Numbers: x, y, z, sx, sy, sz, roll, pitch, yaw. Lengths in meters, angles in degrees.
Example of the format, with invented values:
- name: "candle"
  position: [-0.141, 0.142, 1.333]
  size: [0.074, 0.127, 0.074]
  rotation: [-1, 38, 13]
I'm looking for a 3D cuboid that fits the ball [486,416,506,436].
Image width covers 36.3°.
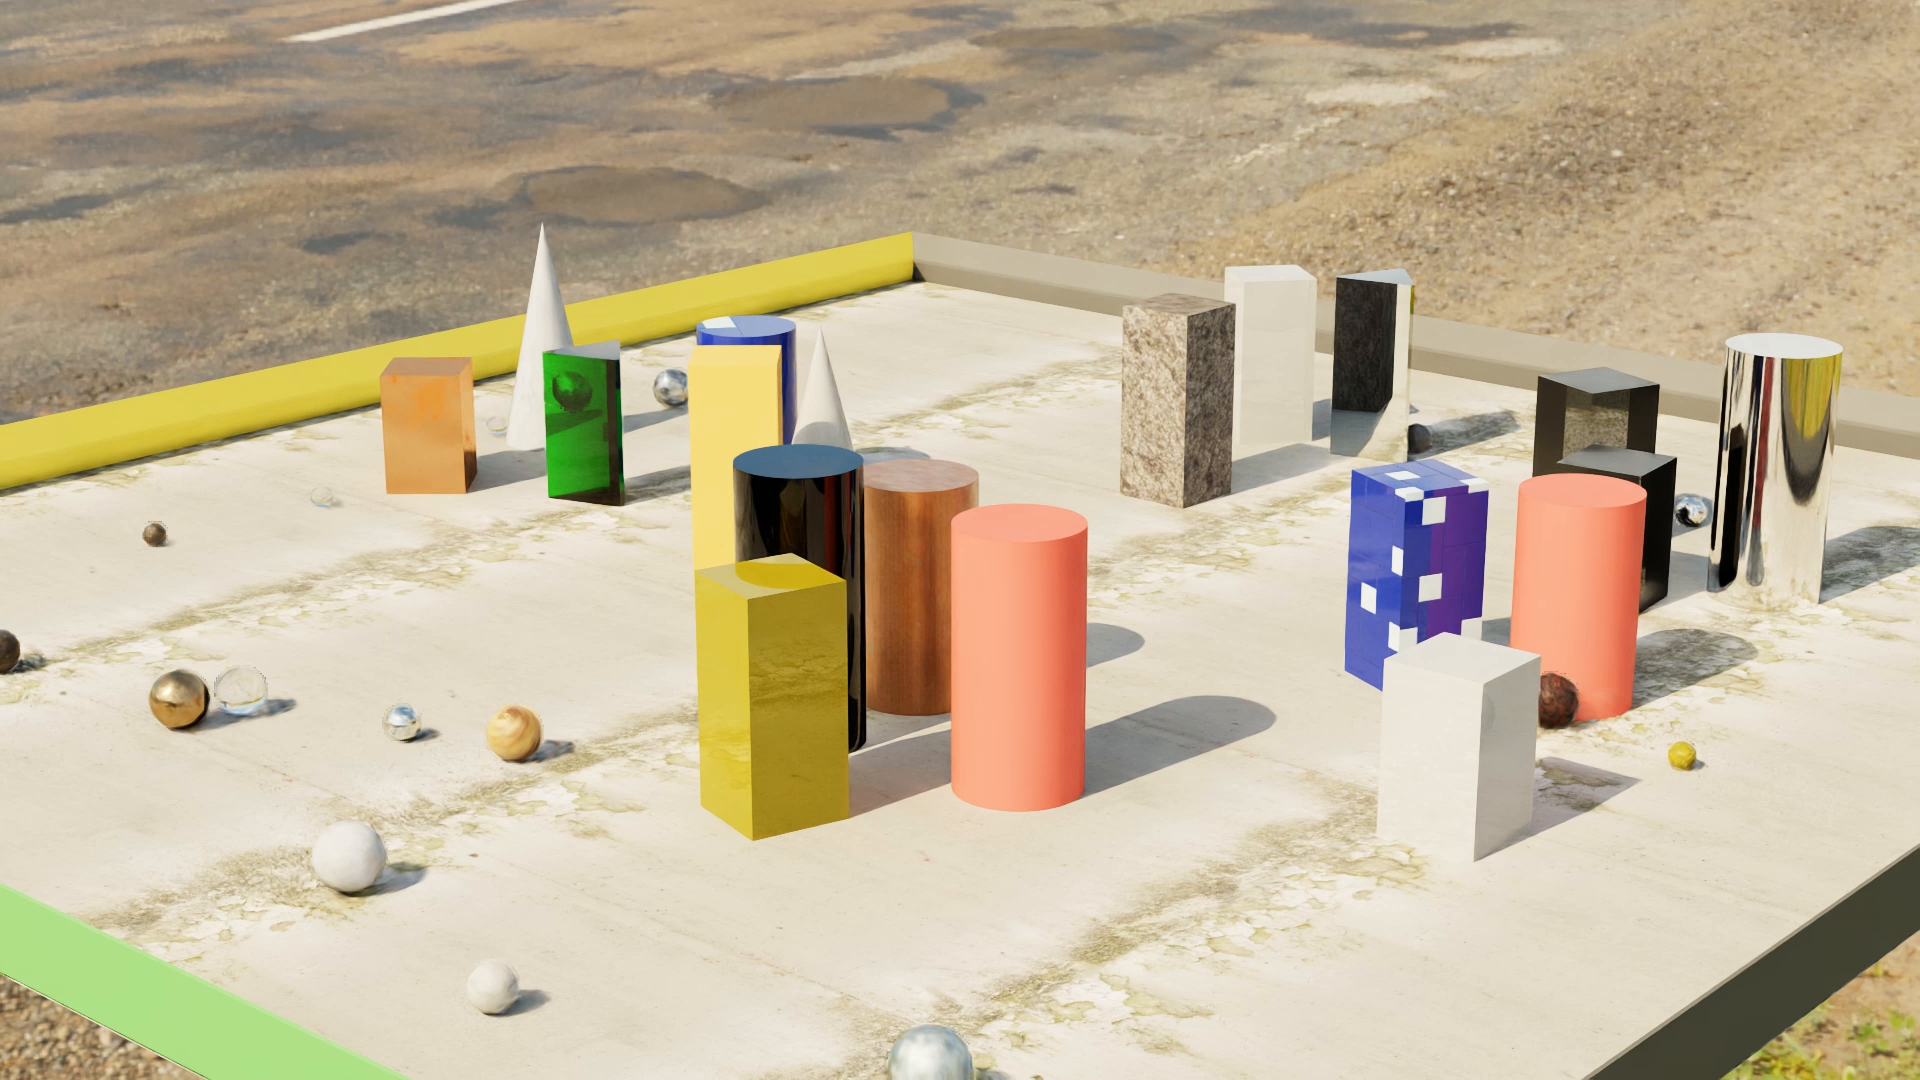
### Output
- name: "ball"
  position: [-0.971, -0.239, 6.147]
  size: [0.043, 0.043, 0.043]
  rotation: [0, 17, 0]

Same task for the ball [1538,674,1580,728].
- name: "ball"
  position: [0.905, 0.246, 4.480]
  size: [0.083, 0.083, 0.083]
  rotation: [0, 17, 0]

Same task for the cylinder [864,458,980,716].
- name: "cylinder"
  position: [-0.067, 0.072, 4.583]
  size: [0.194, 0.360, 0.194]
  rotation: [0, 17, 0]

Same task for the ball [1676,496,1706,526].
- name: "ball"
  position: [1.379, -0.054, 5.528]
  size: [0.055, 0.055, 0.055]
  rotation: [0, 17, 0]

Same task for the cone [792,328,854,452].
- name: "cone"
  position: [-0.259, -0.215, 5.495]
  size: [0.194, 0.384, 0.194]
  rotation: [0, 17, 0]

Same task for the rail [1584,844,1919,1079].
- name: "rail"
  position: [1.390, 0.380, 3.965]
  size: [0.045, 0.126, 3.911]
  rotation: [14, 22, 39]

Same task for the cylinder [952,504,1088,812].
- name: "cylinder"
  position: [0.084, 0.167, 4.200]
  size: [0.194, 0.400, 0.194]
  rotation: [0, 17, 0]

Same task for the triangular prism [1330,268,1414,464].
- name: "triangular prism"
  position: [0.869, -0.362, 6.004]
  size: [0.168, 0.370, 0.145]
  rotation: [10, 19, 29]

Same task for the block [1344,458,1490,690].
- name: "block"
  position: [0.724, 0.060, 4.664]
  size: [0.155, 0.337, 0.155]
  rotation: [-8, 18, -24]

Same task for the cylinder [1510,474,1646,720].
- name: "cylinder"
  position: [0.959, 0.087, 4.566]
  size: [0.194, 0.342, 0.194]
  rotation: [0, 17, 0]

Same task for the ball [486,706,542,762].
- name: "ball"
  position: [-0.662, 0.287, 4.352]
  size: [0.082, 0.082, 0.082]
  rotation: [0, 17, 0]

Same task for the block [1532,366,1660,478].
- name: "block"
  position: [1.165, -0.145, 5.395]
  size: [0.155, 0.307, 0.155]
  rotation: [-8, 19, -26]

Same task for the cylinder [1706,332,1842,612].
- name: "cylinder"
  position: [1.404, -0.118, 5.062]
  size: [0.194, 0.447, 0.194]
  rotation: [0, 17, 0]

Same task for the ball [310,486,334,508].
- name: "ball"
  position: [-1.229, -0.084, 5.648]
  size: [0.043, 0.043, 0.043]
  rotation: [0, 17, 0]

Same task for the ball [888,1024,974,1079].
- name: "ball"
  position: [-0.034, 0.595, 3.306]
  size: [0.097, 0.097, 0.097]
  rotation: [0, 17, 0]

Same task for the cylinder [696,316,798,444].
- name: "cylinder"
  position: [-0.413, -0.255, 5.716]
  size: [0.194, 0.332, 0.194]
  rotation: [0, 17, 0]

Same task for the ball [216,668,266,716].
- name: "ball"
  position: [-1.112, 0.235, 4.536]
  size: [0.076, 0.076, 0.076]
  rotation: [0, 17, 0]

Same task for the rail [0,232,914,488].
- name: "rail"
  position: [-1.390, -0.317, 6.276]
  size: [0.045, 0.126, 3.911]
  rotation: [14, 22, 39]

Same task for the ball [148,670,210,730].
- name: "ball"
  position: [-1.193, 0.244, 4.481]
  size: [0.091, 0.091, 0.091]
  rotation: [0, 17, 0]

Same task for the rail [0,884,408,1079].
- name: "rail"
  position: [-1.267, 0.453, 3.724]
  size: [3.730, 0.126, 0.045]
  rotation: [14, 22, 39]

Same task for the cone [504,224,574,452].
- name: "cone"
  position: [-0.857, -0.432, 6.080]
  size: [0.194, 0.460, 0.194]
  rotation: [0, 17, 0]

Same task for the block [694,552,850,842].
- name: "block"
  position: [-0.263, 0.218, 4.114]
  size: [0.155, 0.353, 0.155]
  rotation: [-10, 20, -31]

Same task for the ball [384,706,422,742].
- name: "ball"
  position: [-0.842, 0.277, 4.434]
  size: [0.054, 0.054, 0.054]
  rotation: [0, 17, 0]

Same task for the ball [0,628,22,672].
- name: "ball"
  position: [-1.553, 0.178, 4.732]
  size: [0.071, 0.071, 0.071]
  rotation: [0, 17, 0]

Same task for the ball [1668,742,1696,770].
- name: "ball"
  position: [1.064, 0.318, 4.320]
  size: [0.042, 0.042, 0.042]
  rotation: [0, 17, 0]

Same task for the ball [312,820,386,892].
- name: "ball"
  position: [-0.811, 0.419, 3.889]
  size: [0.096, 0.096, 0.096]
  rotation: [0, 17, 0]

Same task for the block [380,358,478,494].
- name: "block"
  position: [-1.046, -0.226, 5.783]
  size: [0.155, 0.239, 0.155]
  rotation: [0, 17, 0]

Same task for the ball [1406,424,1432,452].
- name: "ball"
  position: [0.939, -0.210, 6.029]
  size: [0.059, 0.059, 0.059]
  rotation: [0, 17, 0]

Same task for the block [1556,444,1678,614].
- name: "block"
  position: [1.128, -0.018, 5.069]
  size: [0.155, 0.251, 0.155]
  rotation: [12, 20, 34]

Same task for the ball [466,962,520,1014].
- name: "ball"
  position: [-0.564, 0.541, 3.544]
  size: [0.063, 0.063, 0.063]
  rotation: [0, 17, 0]

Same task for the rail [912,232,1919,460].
- name: "rail"
  position: [1.267, -0.390, 6.517]
  size: [3.730, 0.126, 0.045]
  rotation: [14, 22, 39]

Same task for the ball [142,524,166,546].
- name: "ball"
  position: [-1.485, -0.010, 5.404]
  size: [0.043, 0.043, 0.043]
  rotation: [0, 17, 0]

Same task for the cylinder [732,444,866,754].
- name: "cylinder"
  position: [-0.238, 0.092, 4.384]
  size: [0.194, 0.437, 0.194]
  rotation: [0, 17, 0]

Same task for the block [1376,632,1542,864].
- name: "block"
  position: [0.690, 0.284, 4.056]
  size: [0.155, 0.258, 0.155]
  rotation: [14, 22, 39]

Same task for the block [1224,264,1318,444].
- name: "block"
  position: [0.645, -0.389, 6.137]
  size: [0.155, 0.345, 0.155]
  rotation: [-3, 17, -9]

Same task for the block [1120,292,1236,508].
- name: "block"
  position: [0.422, -0.273, 5.694]
  size: [0.155, 0.379, 0.155]
  rotation: [14, 22, 39]

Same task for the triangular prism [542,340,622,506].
- name: "triangular prism"
  position: [-0.699, -0.232, 5.712]
  size: [0.168, 0.291, 0.145]
  rotation: [7, 18, 22]

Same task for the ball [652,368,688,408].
- name: "ball"
  position: [-0.627, -0.331, 6.395]
  size: [0.085, 0.085, 0.085]
  rotation: [0, 17, 0]

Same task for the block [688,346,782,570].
- name: "block"
  position: [-0.398, -0.143, 5.255]
  size: [0.155, 0.385, 0.155]
  rotation: [0, 17, 0]
